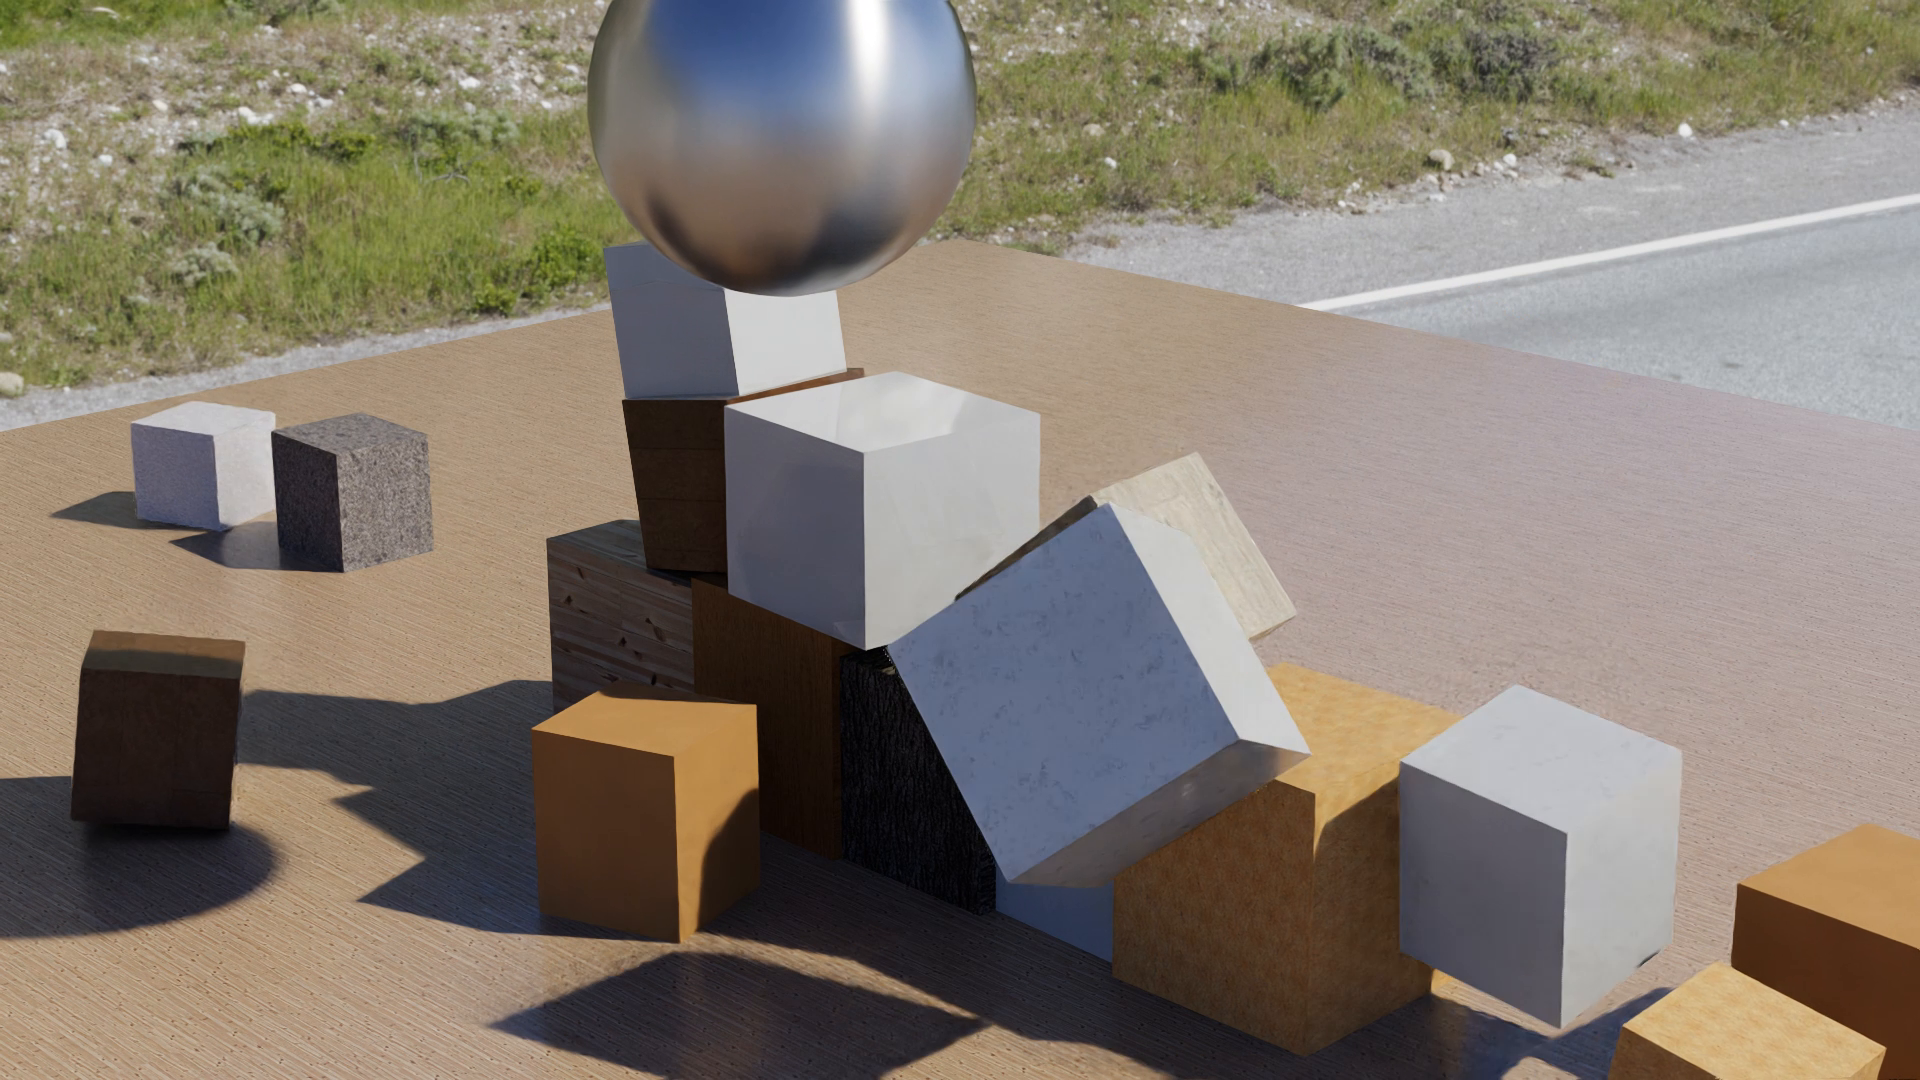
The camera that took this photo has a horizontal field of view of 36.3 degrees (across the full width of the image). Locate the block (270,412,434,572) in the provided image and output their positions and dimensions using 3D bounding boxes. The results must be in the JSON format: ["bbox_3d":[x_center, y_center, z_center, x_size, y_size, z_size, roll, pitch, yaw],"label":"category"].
[{"bbox_3d":[-3.741,-0.302,18.061,0.649,0.746,0.735,-16,24,-41],"label":"block"}]

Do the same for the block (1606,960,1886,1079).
[{"bbox_3d":[2.709,2.063,10.339,0.672,0.751,0.688,27,30,34],"label":"block"}]

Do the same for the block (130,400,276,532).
[{"bbox_3d":[-4.832,-0.479,18.798,0.651,0.633,0.616,9,19,23],"label":"block"}]

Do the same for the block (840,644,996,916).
[{"bbox_3d":[0.121,0.997,13.515,0.986,0.994,0.908,-17,24,-42],"label":"block"}]

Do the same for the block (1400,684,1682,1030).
[{"bbox_3d":[2.276,1.231,11.548,0.747,0.906,0.783,-27,35,-36],"label":"block"}]

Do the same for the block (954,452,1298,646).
[{"bbox_3d":[0.716,0.283,12.641,0.921,0.831,0.817,-38,-11,39],"label":"block"}]

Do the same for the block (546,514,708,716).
[{"bbox_3d":[-1.313,0.524,14.898,0.997,1.068,1.202,-17,24,-42],"label":"block"}]

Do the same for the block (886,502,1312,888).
[{"bbox_3d":[0.549,0.627,11.382,1.048,1.035,0.921,-34,-19,16],"label":"block"}]

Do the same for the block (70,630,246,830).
[{"bbox_3d":[-3.820,0.900,14.009,0.718,0.741,0.681,5,12,-12],"label":"block"}]

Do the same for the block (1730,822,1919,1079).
[{"bbox_3d":[3.679,1.729,11.522,0.912,0.792,0.913,-15,23,-39],"label":"block"}]

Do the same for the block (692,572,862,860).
[{"bbox_3d":[-0.529,0.713,14.147,1.134,1.156,0.980,-17,24,-42],"label":"block"}]

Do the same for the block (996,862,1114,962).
[{"bbox_3d":[0.738,1.255,12.975,0.872,0.825,0.763,-15,23,-40],"label":"block"}]

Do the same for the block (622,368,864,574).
[{"bbox_3d":[-1.000,-0.350,14.287,0.874,0.834,0.797,-17,13,-42],"label":"block"}]

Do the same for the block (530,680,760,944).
[{"bbox_3d":[-1.391,1.197,13.079,0.733,0.874,0.698,8,19,25],"label":"block"}]

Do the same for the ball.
[{"bbox_3d":[-0.728,-1.797,12.014,1.600,1.600,1.600,0,17,0],"label":"ball"}]

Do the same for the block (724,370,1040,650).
[{"bbox_3d":[-0.359,-0.161,13.491,1.018,0.906,1.034,-14,22,-38],"label":"block"}]

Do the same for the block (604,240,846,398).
[{"bbox_3d":[-1.137,-1.123,14.215,0.785,0.735,0.747,1,13,41],"label":"block"}]

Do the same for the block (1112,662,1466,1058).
[{"bbox_3d":[1.403,1.303,12.298,1.042,1.139,1.098,17,24,42],"label":"block"}]
